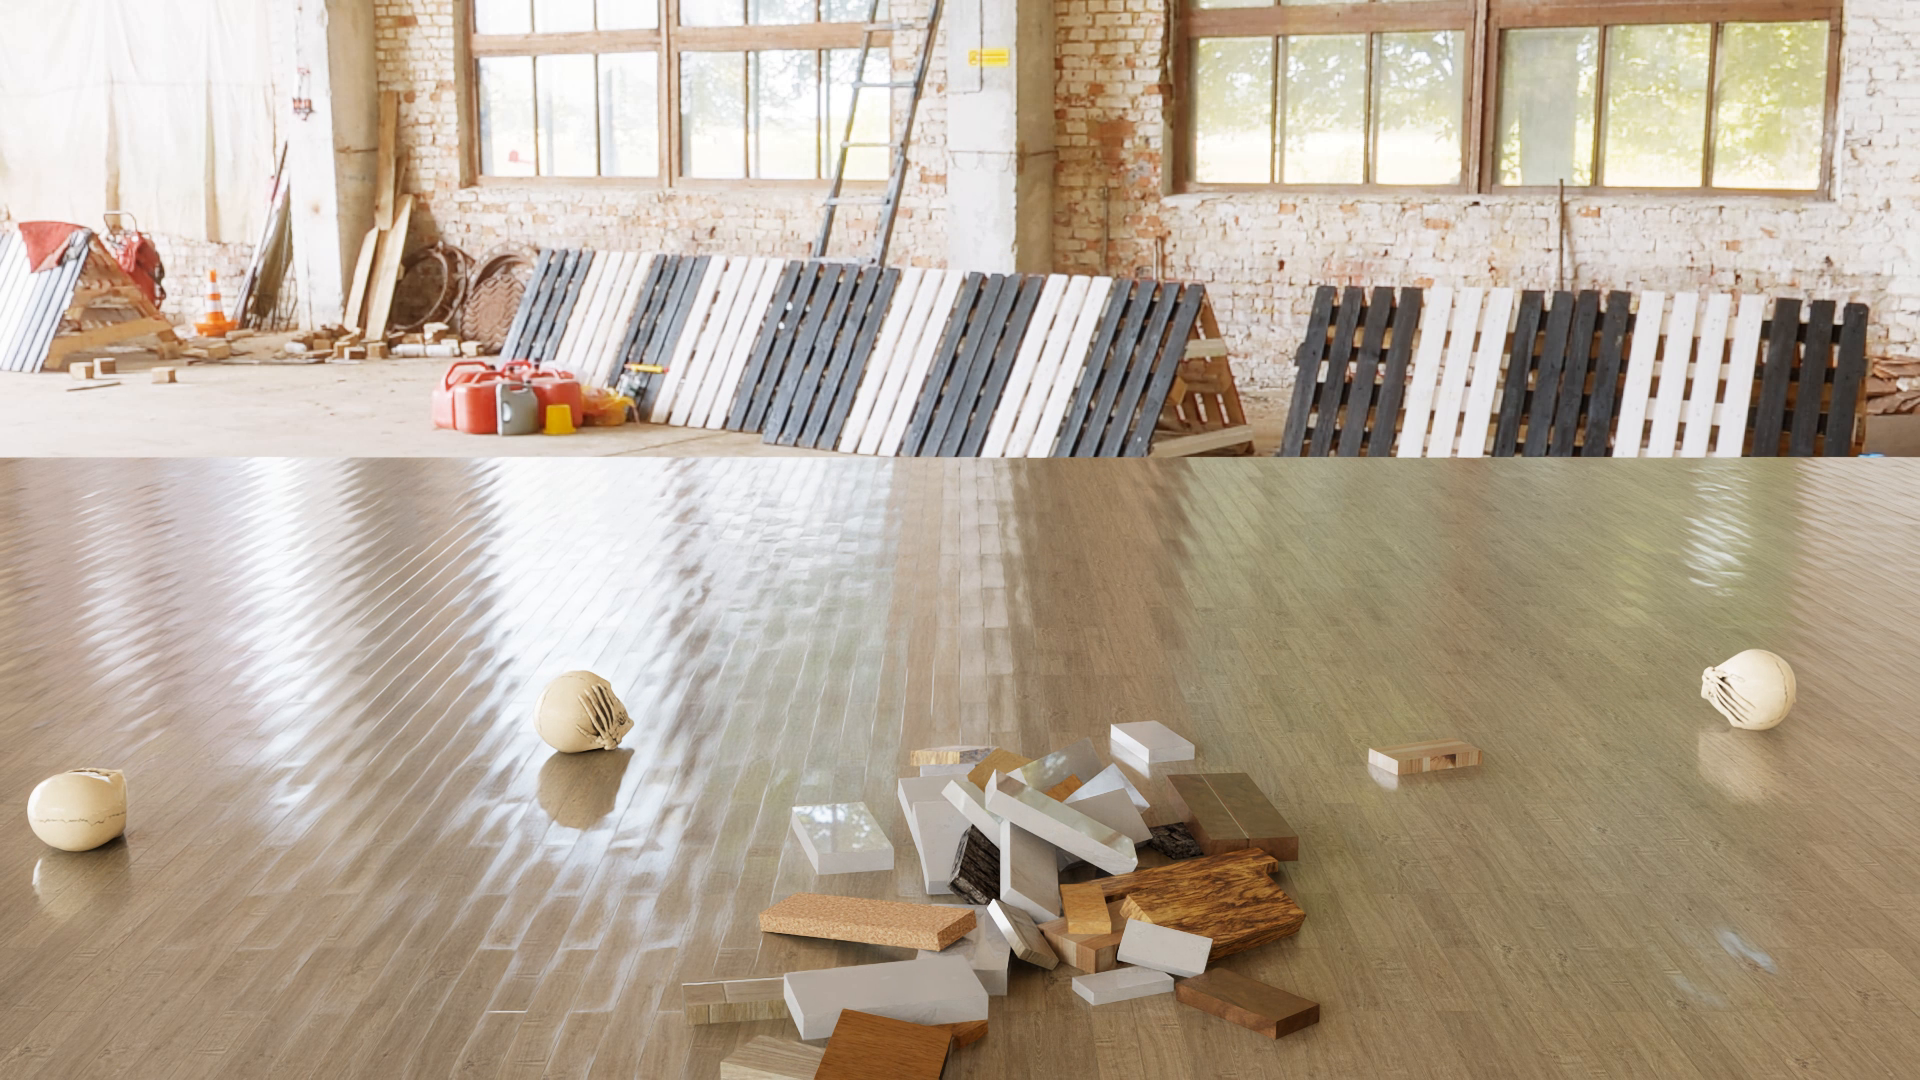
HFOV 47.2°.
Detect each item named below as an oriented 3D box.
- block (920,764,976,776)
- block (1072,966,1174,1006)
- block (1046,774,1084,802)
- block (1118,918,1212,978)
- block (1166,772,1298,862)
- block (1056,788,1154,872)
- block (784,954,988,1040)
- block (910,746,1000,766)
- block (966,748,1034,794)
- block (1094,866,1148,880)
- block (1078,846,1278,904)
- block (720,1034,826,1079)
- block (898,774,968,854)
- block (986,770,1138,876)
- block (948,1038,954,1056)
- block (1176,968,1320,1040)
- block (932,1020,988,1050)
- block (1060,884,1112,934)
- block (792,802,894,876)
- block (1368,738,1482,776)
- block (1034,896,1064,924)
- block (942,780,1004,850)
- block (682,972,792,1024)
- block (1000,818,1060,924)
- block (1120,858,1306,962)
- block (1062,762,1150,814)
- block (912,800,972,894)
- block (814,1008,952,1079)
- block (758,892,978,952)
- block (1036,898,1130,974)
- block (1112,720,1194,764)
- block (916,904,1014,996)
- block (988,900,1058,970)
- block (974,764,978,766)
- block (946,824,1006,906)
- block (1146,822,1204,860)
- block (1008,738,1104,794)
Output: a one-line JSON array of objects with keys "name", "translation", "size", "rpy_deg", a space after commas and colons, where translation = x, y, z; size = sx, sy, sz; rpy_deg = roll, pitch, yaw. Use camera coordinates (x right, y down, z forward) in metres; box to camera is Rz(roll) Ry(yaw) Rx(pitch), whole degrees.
[{"name": "block", "translation": [-0.015, 0.478, 4.075], "size": [0.103, 0.029, 0.206], "rpy_deg": [-1, 23, -5]}, {"name": "block", "translation": [0.241, 0.657, 3.254], "size": [0.134, 0.019, 0.067], "rpy_deg": [-5, 12, -24]}, {"name": "block", "translation": [0.188, 0.493, 3.925], "size": [0.030, 0.105, 0.211], "rpy_deg": [-43, -9, 25]}, {"name": "block", "translation": [0.307, 0.613, 3.295], "size": [0.130, 0.018, 0.065], "rpy_deg": [12, 46, 13]}, {"name": "block", "translation": [0.480, 0.492, 3.922], "size": [0.152, 0.043, 0.383], "rpy_deg": [-1, 11, -6]}, {"name": "block", "translation": [0.233, 0.506, 3.854], "size": [0.211, 0.105, 0.030], "rpy_deg": [-9, -30, -41]}, {"name": "block", "translation": [-0.106, 0.648, 3.123], "size": [0.266, 0.038, 0.133], "rpy_deg": [-3, 15, -16]}, {"name": "block", "translation": [-0.009, 0.426, 4.337], "size": [0.103, 0.029, 0.206], "rpy_deg": [-1, -2, 23]}, {"name": "block", "translation": [0.071, 0.462, 4.043], "size": [0.124, 0.035, 0.247], "rpy_deg": [17, 24, 21]}, {"name": "block", "translation": [0.321, 0.576, 3.673], "size": [0.190, 0.027, 0.095], "rpy_deg": [1, 11, 6]}, {"name": "block", "translation": [0.359, 0.558, 3.635], "size": [0.349, 0.019, 0.066], "rpy_deg": [-7, 17, -24]}, {"name": "block", "translation": [-0.208, 0.711, 2.940], "size": [0.200, 0.028, 0.100], "rpy_deg": [5, 12, 26]}, {"name": "block", "translation": [-0.022, 0.499, 3.854], "size": [0.124, 0.035, 0.247], "rpy_deg": [-3, 29, -14]}, {"name": "block", "translation": [0.169, 0.478, 3.693], "size": [0.266, 0.038, 0.133], "rpy_deg": [28, 8, -4]}, {"name": "block", "translation": [-0.081, 0.698, 3.034], "size": [0.132, 0.019, 0.066], "rpy_deg": [4, 11, 20]}, {"name": "block", "translation": [0.415, 0.668, 3.177], "size": [0.095, 0.027, 0.190], "rpy_deg": [-9, 14, -41]}, {"name": "block", "translation": [-0.034, 0.684, 3.110], "size": [0.134, 0.019, 0.067], "rpy_deg": [7, 13, 35]}, {"name": "block", "translation": [0.197, 0.580, 3.461], "size": [0.065, 0.018, 0.174], "rpy_deg": [0, 11, -2]}, {"name": "block", "translation": [-0.210, 0.528, 3.902], "size": [0.133, 0.038, 0.273], "rpy_deg": [-3, 11, -13]}, {"name": "block", "translation": [0.937, 0.435, 4.426], "size": [0.202, 0.029, 0.101], "rpy_deg": [-4, 11, -23]}, {"name": "block", "translation": [0.146, 0.604, 3.542], "size": [0.066, 0.019, 0.132], "rpy_deg": [0, 11, -1]}, {"name": "block", "translation": [0.068, 0.490, 3.734], "size": [0.210, 0.030, 0.105], "rpy_deg": [42, 7, 21]}, {"name": "block", "translation": [-0.300, 0.664, 3.193], "size": [0.200, 0.028, 0.100], "rpy_deg": [-2, 11, -10]}, {"name": "block", "translation": [0.112, 0.534, 3.568], "size": [0.095, 0.027, 0.264], "rpy_deg": [33, 17, -10]}, {"name": "block", "translation": [0.397, 0.584, 3.433], "size": [0.274, 0.039, 0.137], "rpy_deg": [-9, 41, -39]}, {"name": "block", "translation": [0.267, 0.480, 3.995], "size": [0.030, 0.105, 0.211], "rpy_deg": [-44, -9, 24]}, {"name": "block", "translation": [-0.016, 0.522, 3.743], "size": [0.105, 0.030, 0.210], "rpy_deg": [0, 32, -10]}, {"name": "block", "translation": [-0.107, 0.703, 2.824], "size": [0.152, 0.043, 0.303], "rpy_deg": [11, 15, 5]}, {"name": "block", "translation": [-0.147, 0.594, 3.432], "size": [0.352, 0.028, 0.100], "rpy_deg": [-1, 12, 36]}, {"name": "block", "translation": [0.265, 0.611, 3.449], "size": [0.275, 0.039, 0.137], "rpy_deg": [-9, 14, -39]}, {"name": "block", "translation": [0.396, 0.415, 4.533], "size": [0.101, 0.029, 0.202], "rpy_deg": [-3, 11, -18]}, {"name": "block", "translation": [0.011, 0.625, 3.373], "size": [0.137, 0.039, 0.274], "rpy_deg": [1, 11, 4]}, {"name": "block", "translation": [0.096, 0.604, 3.371], "size": [0.067, 0.019, 0.134], "rpy_deg": [25, 13, -30]}, {"name": "block", "translation": [-0.005, 0.473, 4.220], "size": [0.103, 0.029, 0.206], "rpy_deg": [0, 11, 0]}, {"name": "block", "translation": [0.040, 0.548, 3.604], "size": [0.105, 0.030, 0.210], "rpy_deg": [39, 16, -5]}, {"name": "block", "translation": [0.440, 0.528, 3.925], "size": [0.202, 0.029, 0.101], "rpy_deg": [-5, 12, -27]}, {"name": "block", "translation": [0.189, 0.454, 4.063], "size": [0.035, 0.124, 0.248], "rpy_deg": [-30, -8, 34]}]
